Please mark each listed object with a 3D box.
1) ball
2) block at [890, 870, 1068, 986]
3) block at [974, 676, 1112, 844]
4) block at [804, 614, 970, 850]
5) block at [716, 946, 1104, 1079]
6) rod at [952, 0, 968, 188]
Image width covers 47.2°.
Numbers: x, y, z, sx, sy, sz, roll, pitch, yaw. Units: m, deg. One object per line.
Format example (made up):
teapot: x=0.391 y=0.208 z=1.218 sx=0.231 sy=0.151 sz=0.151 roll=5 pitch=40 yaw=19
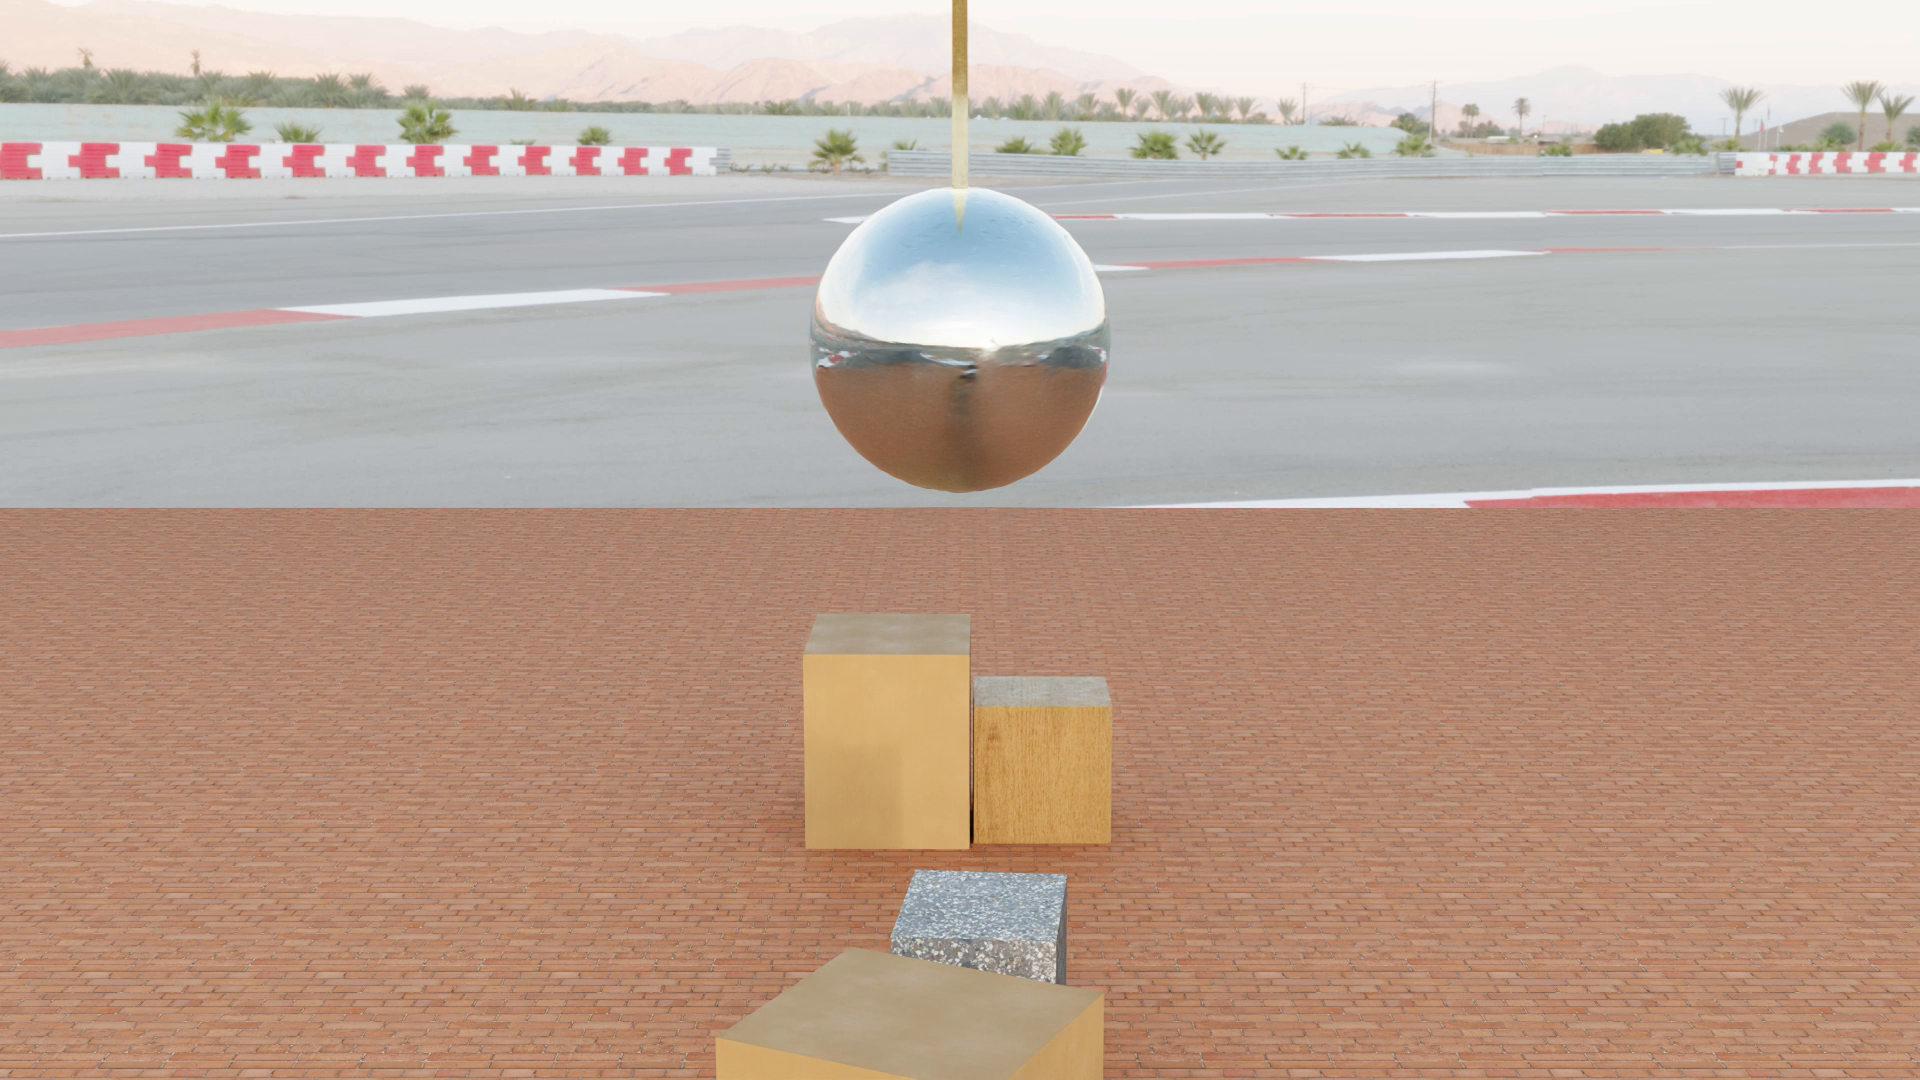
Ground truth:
ball: x=0.000 y=-1.049 z=11.578 sx=1.600 sy=1.600 sz=1.600 roll=0 pitch=10 yaw=0
block: x=0.087 y=1.700 z=8.503 sx=0.610 sy=0.612 sz=0.754 roll=1 pitch=10 yaw=6
block: x=0.416 y=1.128 z=11.366 sx=0.692 sy=0.713 sz=0.626 roll=0 pitch=10 yaw=0
block: x=-0.359 y=0.973 z=11.419 sx=0.822 sy=1.000 sz=0.956 roll=0 pitch=10 yaw=1
block: x=-0.139 y=1.879 z=6.830 sx=0.908 sy=0.858 sz=0.839 roll=5 pitch=11 yaw=26
rod: x=0.000 y=-4.320 z=10.650 sx=0.080 sy=5.200 sz=0.080 roll=0 pitch=16 yaw=0
